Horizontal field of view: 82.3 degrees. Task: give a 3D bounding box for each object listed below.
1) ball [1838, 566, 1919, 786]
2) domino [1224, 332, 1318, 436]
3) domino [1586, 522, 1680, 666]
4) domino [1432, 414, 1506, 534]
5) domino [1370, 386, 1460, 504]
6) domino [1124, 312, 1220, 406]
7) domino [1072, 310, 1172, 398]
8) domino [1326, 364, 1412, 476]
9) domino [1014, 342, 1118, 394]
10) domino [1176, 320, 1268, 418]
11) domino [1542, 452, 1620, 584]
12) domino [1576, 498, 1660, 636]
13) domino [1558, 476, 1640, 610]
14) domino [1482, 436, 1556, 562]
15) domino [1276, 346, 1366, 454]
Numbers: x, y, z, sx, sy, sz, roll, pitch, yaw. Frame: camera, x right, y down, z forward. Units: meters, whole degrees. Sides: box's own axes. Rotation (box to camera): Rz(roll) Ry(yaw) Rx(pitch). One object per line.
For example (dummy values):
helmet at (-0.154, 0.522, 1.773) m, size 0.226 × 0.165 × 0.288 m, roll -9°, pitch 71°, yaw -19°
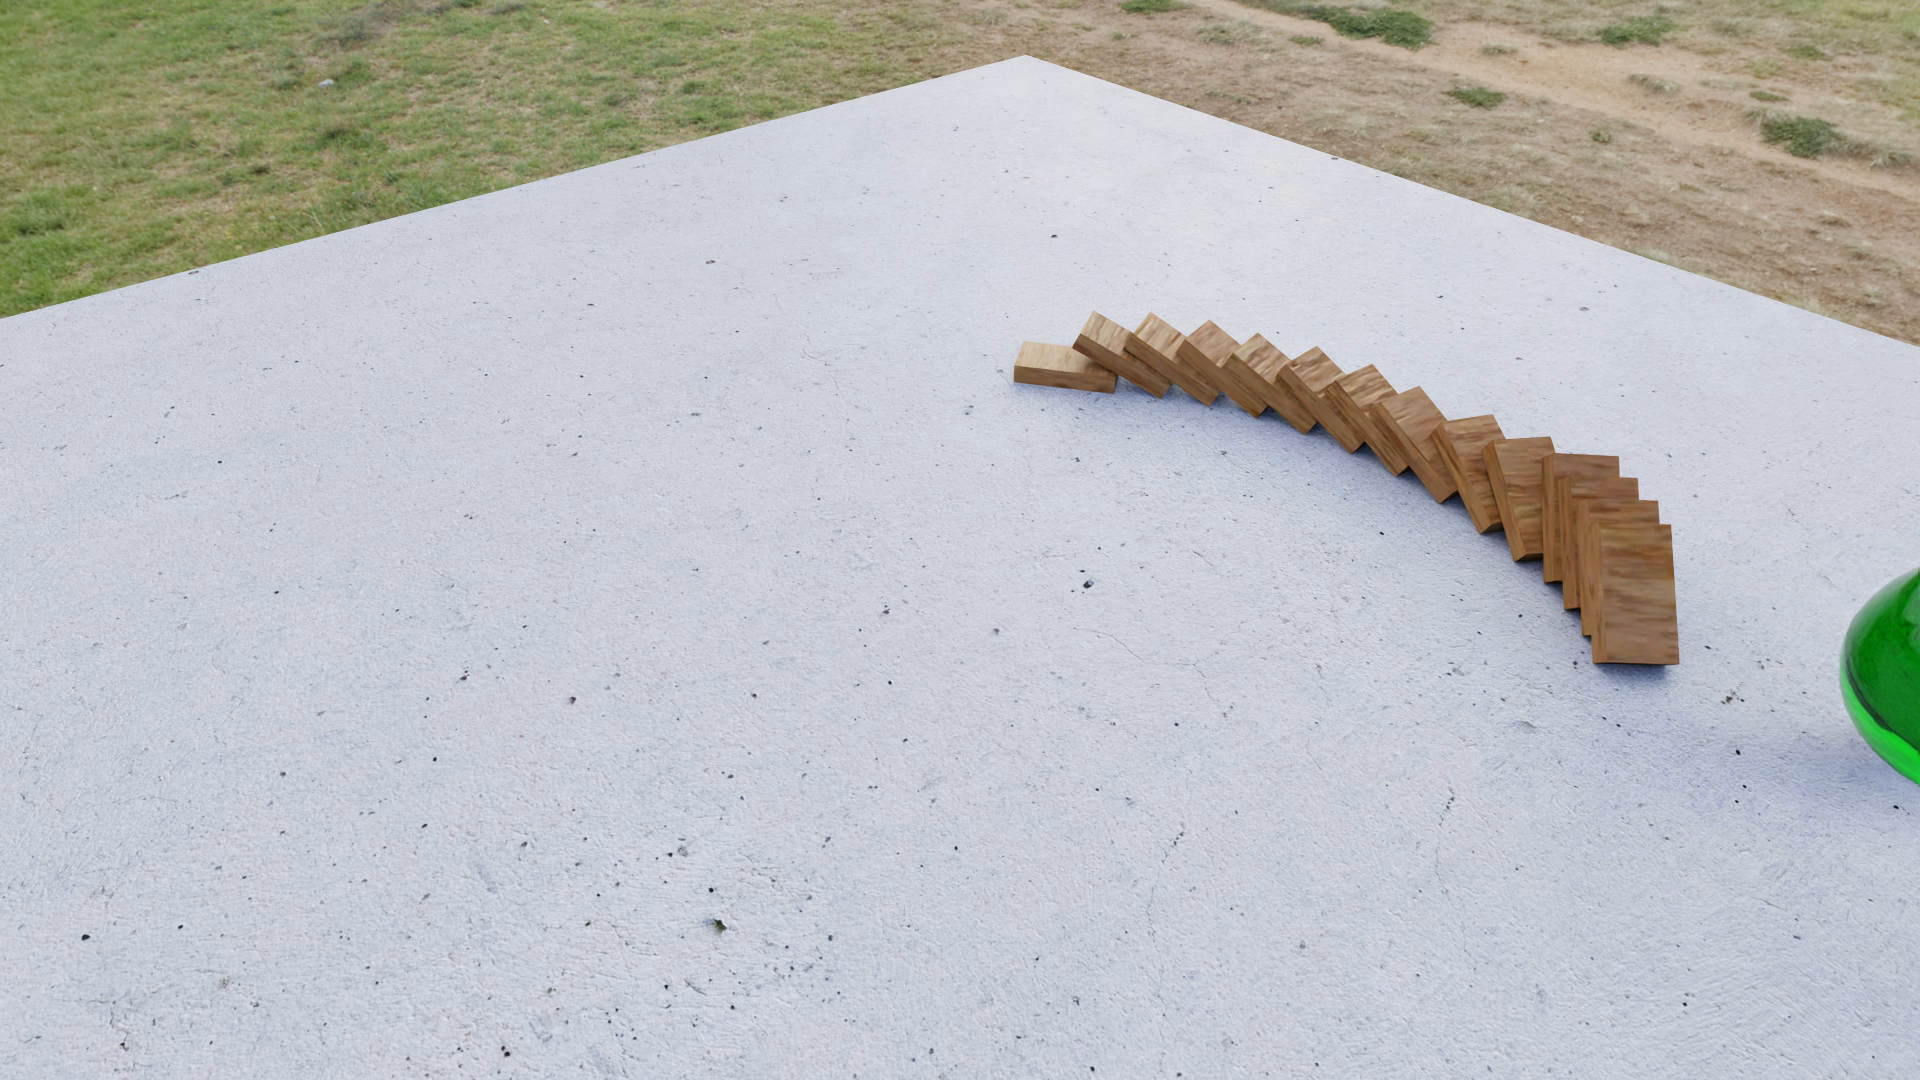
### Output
ball at (0.319, 0.043, 0.336) m, size 0.080 × 0.080 × 0.080 m, roll 0°, pitch 39°, yaw 0°
domino at (0.151, -0.074, 0.519) m, size 0.050 × 0.010 × 0.025 m, roll 43°, pitch 52°, yaw 11°
domino at (0.242, 0.019, 0.395) m, size 0.025 × 0.009 × 0.050 m, roll 2°, pitch 81°, yaw 2°
domino at (0.221, -0.028, 0.463) m, size 0.025 × 0.010 × 0.050 m, roll -9°, pitch 64°, yaw -11°
domino at (0.205, -0.042, 0.479) m, size 0.025 × 0.010 × 0.050 m, roll -21°, pitch 68°, yaw -24°
domino at (0.107, -0.088, 0.536) m, size 0.050 × 0.010 × 0.025 m, roll 36°, pitch 47°, yaw 4°
domino at (0.082, -0.091, 0.540) m, size 0.050 × 0.009 × 0.025 m, roll 30°, pitch 43°, yaw 0°
domino at (0.190, -0.054, 0.494) m, size 0.025 × 0.009 × 0.050 m, roll -24°, pitch 69°, yaw -26°
domino at (0.054, -0.086, 0.549) m, size 0.050 × 0.010 × 0.025 m, roll 8°, pitch 40°, yaw 10°
domino at (0.131, -0.083, 0.529) m, size 0.050 × 0.010 × 0.025 m, roll 42°, pitch 51°, yaw 10°
domino at (0.242, -0.008, 0.428) m, size 0.025 × 0.009 × 0.050 m, roll 3°, pitch 81°, yaw 2°
domino at (0.244, 0.010, 0.406) m, size 0.025 × 0.010 × 0.050 m, roll 2°, pitch 81°, yaw 2°
domino at (0.243, 0.001, 0.417) m, size 0.025 × 0.009 × 0.050 m, roll 2°, pitch 81°, yaw 2°
domino at (0.232, -0.017, 0.446) m, size 0.025 × 0.009 × 0.050 m, roll -4°, pitch 69°, yaw -5°
domino at (0.172, -0.065, 0.507) m, size 0.025 × 0.009 × 0.050 m, roll -30°, pitch 72°, yaw -31°
